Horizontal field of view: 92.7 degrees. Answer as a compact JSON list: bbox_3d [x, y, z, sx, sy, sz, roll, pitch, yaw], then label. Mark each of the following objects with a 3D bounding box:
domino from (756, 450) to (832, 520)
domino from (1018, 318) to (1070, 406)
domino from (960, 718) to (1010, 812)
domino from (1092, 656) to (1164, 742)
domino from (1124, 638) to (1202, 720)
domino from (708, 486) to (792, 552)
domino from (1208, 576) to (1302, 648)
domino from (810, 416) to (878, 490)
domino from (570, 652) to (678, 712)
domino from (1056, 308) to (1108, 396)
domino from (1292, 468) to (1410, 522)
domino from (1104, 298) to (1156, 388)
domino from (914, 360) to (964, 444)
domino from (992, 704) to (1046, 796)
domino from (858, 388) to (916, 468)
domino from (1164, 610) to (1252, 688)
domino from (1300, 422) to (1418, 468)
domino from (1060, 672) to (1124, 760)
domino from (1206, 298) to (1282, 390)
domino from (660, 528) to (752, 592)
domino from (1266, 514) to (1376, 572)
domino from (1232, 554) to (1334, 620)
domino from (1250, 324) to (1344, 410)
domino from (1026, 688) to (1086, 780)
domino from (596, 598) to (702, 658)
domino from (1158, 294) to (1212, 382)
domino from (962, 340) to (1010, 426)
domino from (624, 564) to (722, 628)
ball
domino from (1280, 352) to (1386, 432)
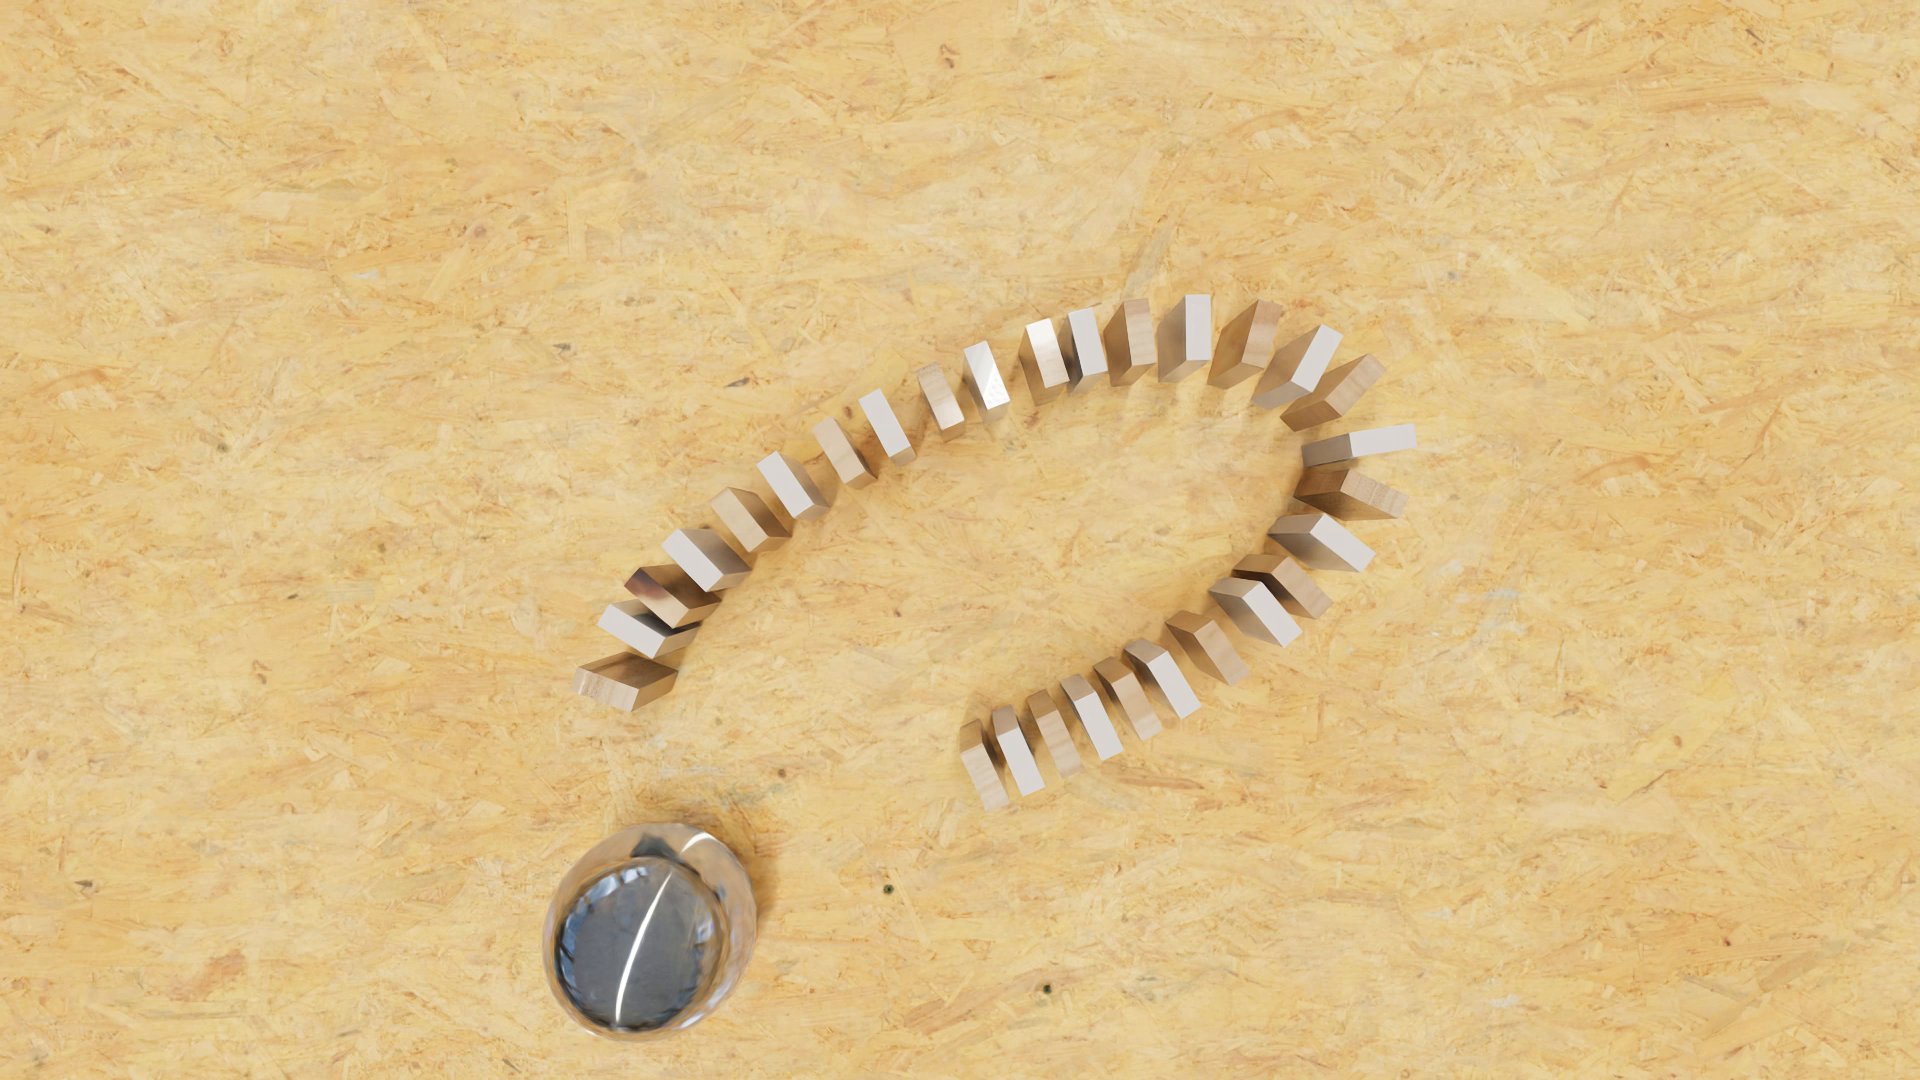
[{"bbox_3d":[-0.067,-0.021,0.375,0.009,0.050,0.025,-35,90,0],"label":"domino"},{"bbox_3d":[0.033,-0.071,0.375,0.010,0.050,0.025,-18,90,0],"label":"domino"},{"bbox_3d":[0.010,0.091,0.375,0.009,0.050,0.025,-25,90,0],"label":"domino"},{"bbox_3d":[0.068,0.064,0.375,0.009,0.050,0.025,-28,90,0],"label":"domino"},{"bbox_3d":[0.082,0.055,0.375,0.010,0.050,0.025,-32,90,0],"label":"domino"},{"bbox_3d":[-0.085,-0.008,0.375,0.010,0.050,0.025,-39,90,0],"label":"domino"},{"bbox_3d":[0.119,0.029,0.375,0.010,0.050,0.025,-40,90,0],"label":"domino"},{"bbox_3d":[-0.047,-0.035,0.375,0.009,0.050,0.025,-31,90,0],"label":"domino"},{"bbox_3d":[-0.136,0.057,0.375,0.025,0.050,0.009,20,90,0],"label":"domino"},{"bbox_3d":[0.049,-0.076,0.375,0.009,0.050,0.025,-14,90,0],"label":"domino"},{"bbox_3d":[0.158,-0.018,0.375,0.025,0.050,0.009,25,90,0],"label":"domino"},{"bbox_3d":[0.069,-0.080,0.375,0.010,0.050,0.025,-8,90,0],"label":"domino"},{"bbox_3d":[-0.008,-0.055,0.375,0.009,0.050,0.025,-25,90,0],"label":"domino"},{"bbox_3d":[0.023,0.085,0.375,0.009,0.050,0.025,-24,90,0],"label":"domino"},{"bbox_3d":[-0.029,-0.045,0.375,0.010,0.050,0.025,-28,90,0],"label":"domino"},{"bbox_3d":[0.100,0.043,0.375,0.009,0.050,0.025,-35,90,0],"label":"domino"},{"bbox_3d":[0.162,-0.038,0.375,0.025,0.050,0.009,-9,90,0],"label":"domino"},{"bbox_3d":[0.053,0.071,0.375,0.010,0.050,0.025,-26,90,0],"label":"domino"},{"bbox_3d":[0.115,-0.079,0.375,0.009,0.050,0.025,16,90,0],"label":"domino"},{"bbox_3d":[-0.102,0.008,0.375,0.009,0.050,0.025,-44,90,0],"label":"domino"},{"bbox_3d":[0.146,0.001,0.375,0.025,0.050,0.010,38,90,0],"label":"domino"},{"bbox_3d":[0.131,0.018,0.375,0.010,0.050,0.025,-44,90,0],"label":"domino"},{"bbox_3d":[0.136,-0.070,0.375,0.009,0.050,0.025,29,90,0],"label":"domino"},{"bbox_3d":[0.038,0.078,0.375,0.010,0.050,0.025,-24,90,0],"label":"domino"},{"bbox_3d":[-0.126,0.035,0.375,0.025,0.050,0.010,32,90,0],"label":"domino"},{"bbox_3d":[0.091,-0.081,0.375,0.010,0.050,0.025,-1,90,0],"label":"domino"},{"bbox_3d":[0.010,-0.063,0.375,0.010,0.050,0.025,-22,90,0],"label":"domino"},{"bbox_3d":[-0.116,0.022,0.375,0.025,0.050,0.010,41,90,0],"label":"domino"},{"bbox_3d":[-0.121,0.153,0.360,0.080,0.080,0.080,0,90,0],"label":"ball"},{"bbox_3d":[0.151,-0.059,0.375,0.010,0.050,0.025,44,90,0],"label":"domino"}]
